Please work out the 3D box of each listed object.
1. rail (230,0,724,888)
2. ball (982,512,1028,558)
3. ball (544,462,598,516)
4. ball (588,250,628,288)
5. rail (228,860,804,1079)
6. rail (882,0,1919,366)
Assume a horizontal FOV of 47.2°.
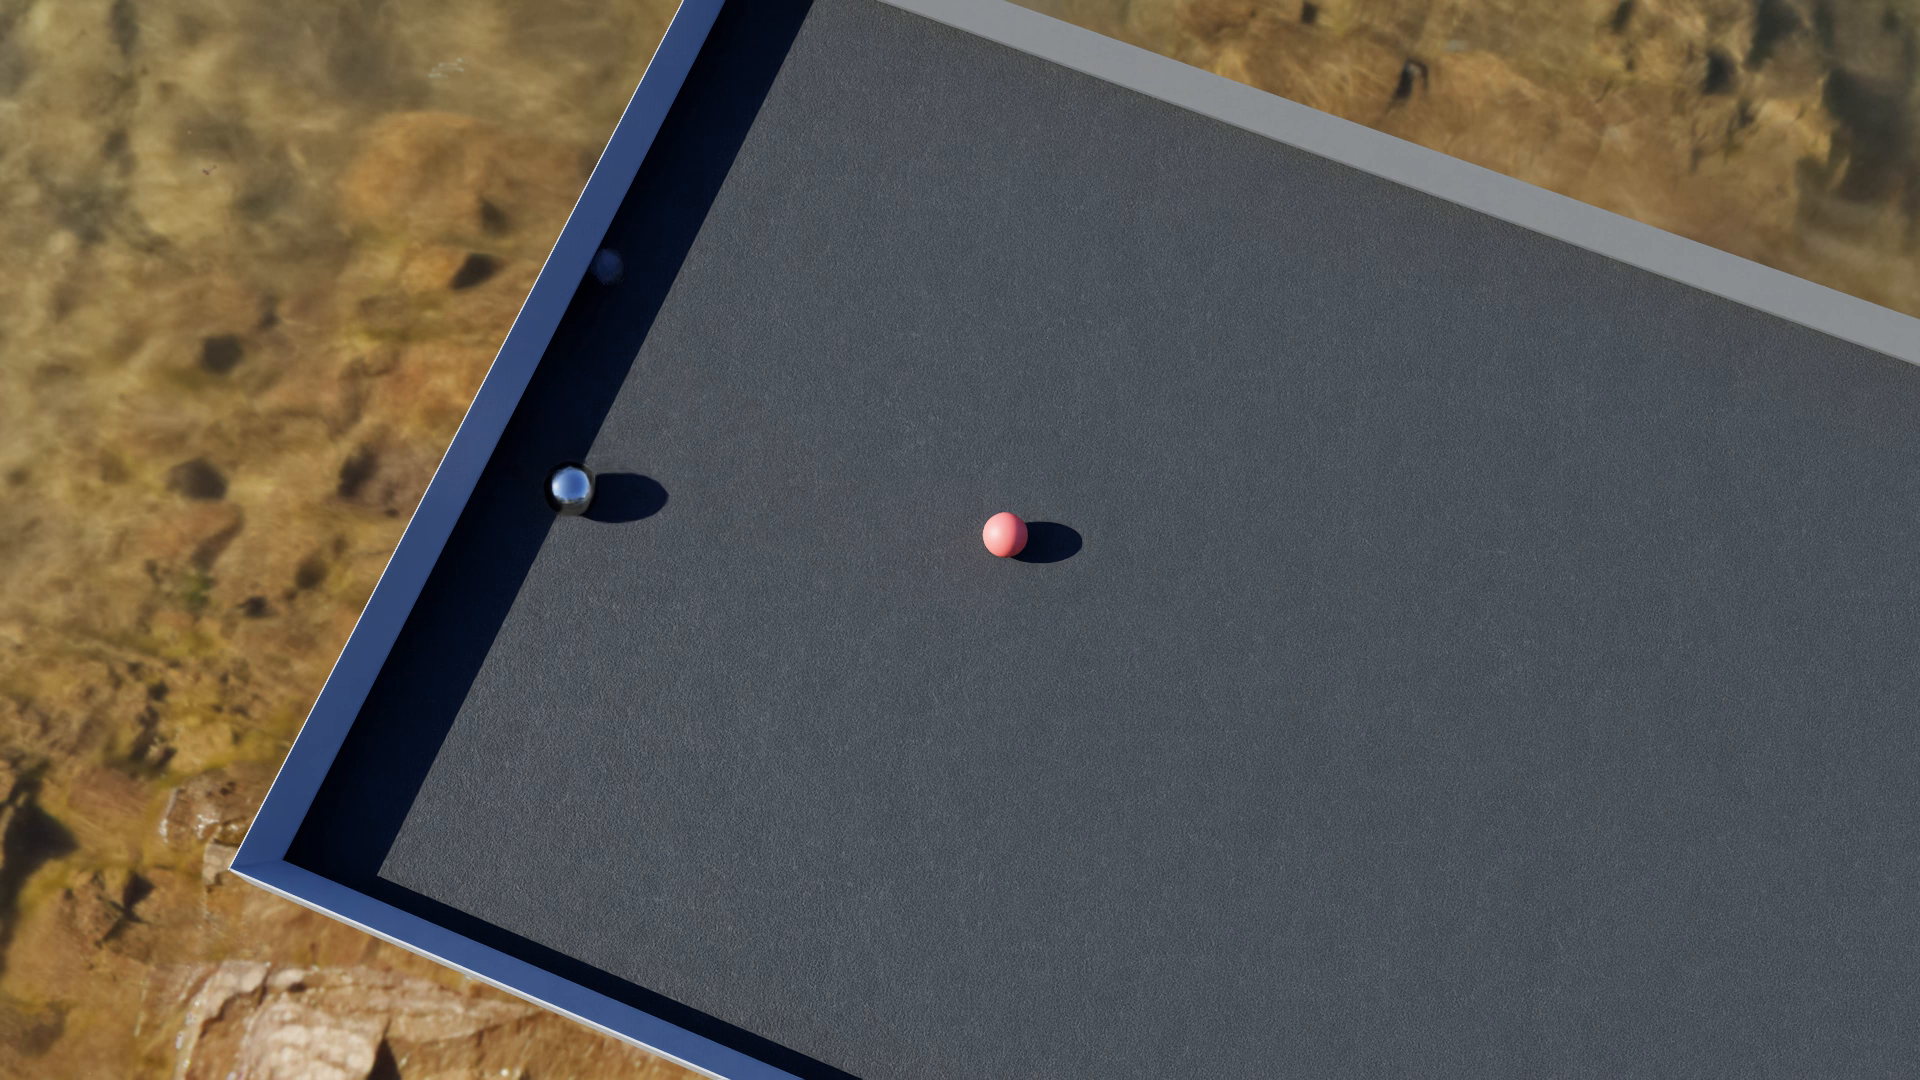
[{"bbox_3d":[-0.702,-0.275,3.511,0.045,0.111,1.785,21,72,7],"label":"rail"},{"bbox_3d":[0.071,-0.008,3.437,0.071,0.071,0.071,0,70,0],"label":"ball"},{"bbox_3d":[-0.612,-0.081,3.456,0.085,0.085,0.085,0,70,0],"label":"ball"},{"bbox_3d":[-0.576,-0.443,3.598,0.063,0.063,0.063,0,70,0],"label":"ball"},{"bbox_3d":[0.396,1.029,3.044,3.126,0.111,0.045,21,72,7],"label":"rail"},{"bbox_3d":[1.051,-0.486,3.587,3.126,0.111,0.045,21,72,7],"label":"rail"}]
